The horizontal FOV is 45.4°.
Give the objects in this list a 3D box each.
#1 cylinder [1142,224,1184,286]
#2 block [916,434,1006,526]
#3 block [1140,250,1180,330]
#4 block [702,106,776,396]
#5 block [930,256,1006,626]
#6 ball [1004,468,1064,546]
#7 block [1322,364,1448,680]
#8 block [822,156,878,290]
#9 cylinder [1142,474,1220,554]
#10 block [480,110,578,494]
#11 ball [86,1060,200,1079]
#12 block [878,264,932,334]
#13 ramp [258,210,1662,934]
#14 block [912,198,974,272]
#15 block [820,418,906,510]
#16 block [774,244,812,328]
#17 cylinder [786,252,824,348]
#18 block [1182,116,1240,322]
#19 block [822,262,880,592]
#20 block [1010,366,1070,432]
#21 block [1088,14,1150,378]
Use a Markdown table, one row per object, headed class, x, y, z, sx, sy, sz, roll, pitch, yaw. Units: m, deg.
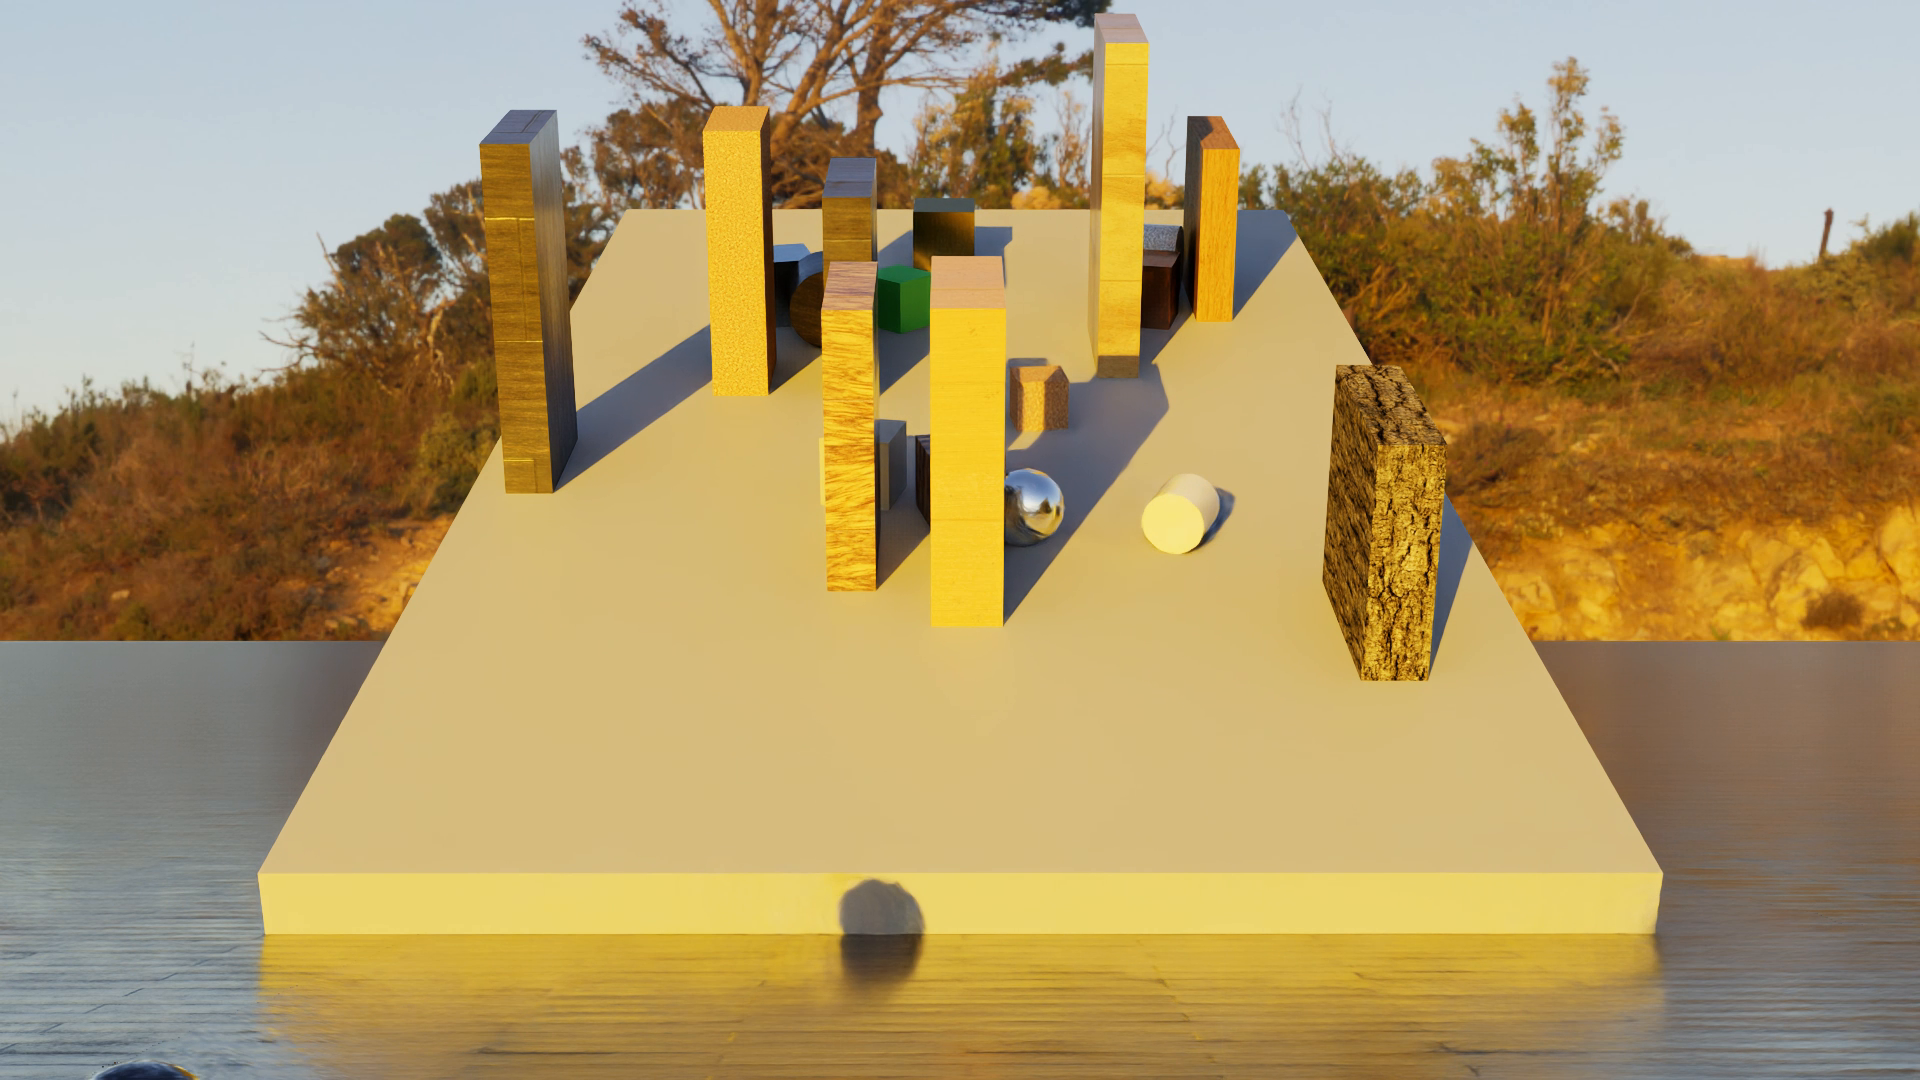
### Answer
| class | x | y | z | sx | sy | sz | roll | pitch | yaw |
| --- | --- | --- | --- | --- | --- | --- | --- | --- | --- |
| cylinder | 0.473 | -0.730 | 6.014 | 0.202 | 0.202 | 0.202 | 5 | -1 | 12 |
| block | 0.000 | -0.120 | 4.555 | 0.148 | 0.148 | 0.148 | -5 | 22 | -12 |
| block | 0.468 | -0.642 | 5.849 | 0.162 | 0.162 | 0.162 | 5 | 22 | 12 |
| block | -0.506 | -0.670 | 5.303 | 0.126 | 0.614 | 0.282 | 0 | 22 | 0 |
| block | 0.012 | -0.181 | 4.120 | 0.127 | 0.584 | 0.345 | 0 | 22 | 0 |
| ball | 0.127 | -0.063 | 4.410 | 0.150 | 0.150 | 0.150 | 0 | -2 | 0 |
| block | 0.731 | -0.038 | 3.985 | 0.113 | 0.420 | 0.434 | 0 | 22 | 0 |
| block | -0.253 | -0.614 | 5.352 | 0.108 | 0.475 | 0.417 | 0 | 22 | 0 |
| cylinder | 0.426 | -0.051 | 4.420 | 0.122 | 0.122 | 0.122 | -1 | 20 | 22 |
| block | -0.881 | -0.492 | 4.711 | 0.096 | 0.720 | 0.339 | 0 | 22 | 0 |
| ball | -0.594 | 0.438 | 1.657 | 0.122 | 0.122 | 0.122 | 0 | -2 | 0 |
| block | -0.153 | -0.611 | 5.811 | 0.131 | 0.131 | 0.131 | 19 | 28 | 39 |
| ramp | -0.006 | -0.219 | 5.139 | 2.000 | 0.100 | 4.000 | 0 | 22 | 0 |
| block | -0.044 | -0.847 | 6.353 | 0.167 | 0.167 | 0.167 | 1 | 22 | 1 |
| block | -0.195 | -0.157 | 4.654 | 0.143 | 0.143 | 0.143 | 5 | 22 | 12 |
| block | -0.465 | -0.648 | 5.848 | 0.171 | 0.171 | 0.171 | -5 | 22 | -14 |
| cylinder | -0.328 | -0.597 | 5.687 | 0.196 | 0.196 | 0.196 | 0 | 22 | -6 |
| block | 0.649 | -0.841 | 5.967 | 0.091 | 0.444 | 0.418 | 0 | 22 | 0 |
| block | -0.200 | -0.215 | 4.270 | 0.089 | 0.535 | 0.331 | 0 | 22 | 0 |
| block | 0.175 | -0.314 | 5.089 | 0.114 | 0.114 | 0.114 | -3 | 22 | -7 |
| block | 0.373 | -0.826 | 5.469 | 0.097 | 0.784 | 0.425 | 0 | 22 | 0 |
